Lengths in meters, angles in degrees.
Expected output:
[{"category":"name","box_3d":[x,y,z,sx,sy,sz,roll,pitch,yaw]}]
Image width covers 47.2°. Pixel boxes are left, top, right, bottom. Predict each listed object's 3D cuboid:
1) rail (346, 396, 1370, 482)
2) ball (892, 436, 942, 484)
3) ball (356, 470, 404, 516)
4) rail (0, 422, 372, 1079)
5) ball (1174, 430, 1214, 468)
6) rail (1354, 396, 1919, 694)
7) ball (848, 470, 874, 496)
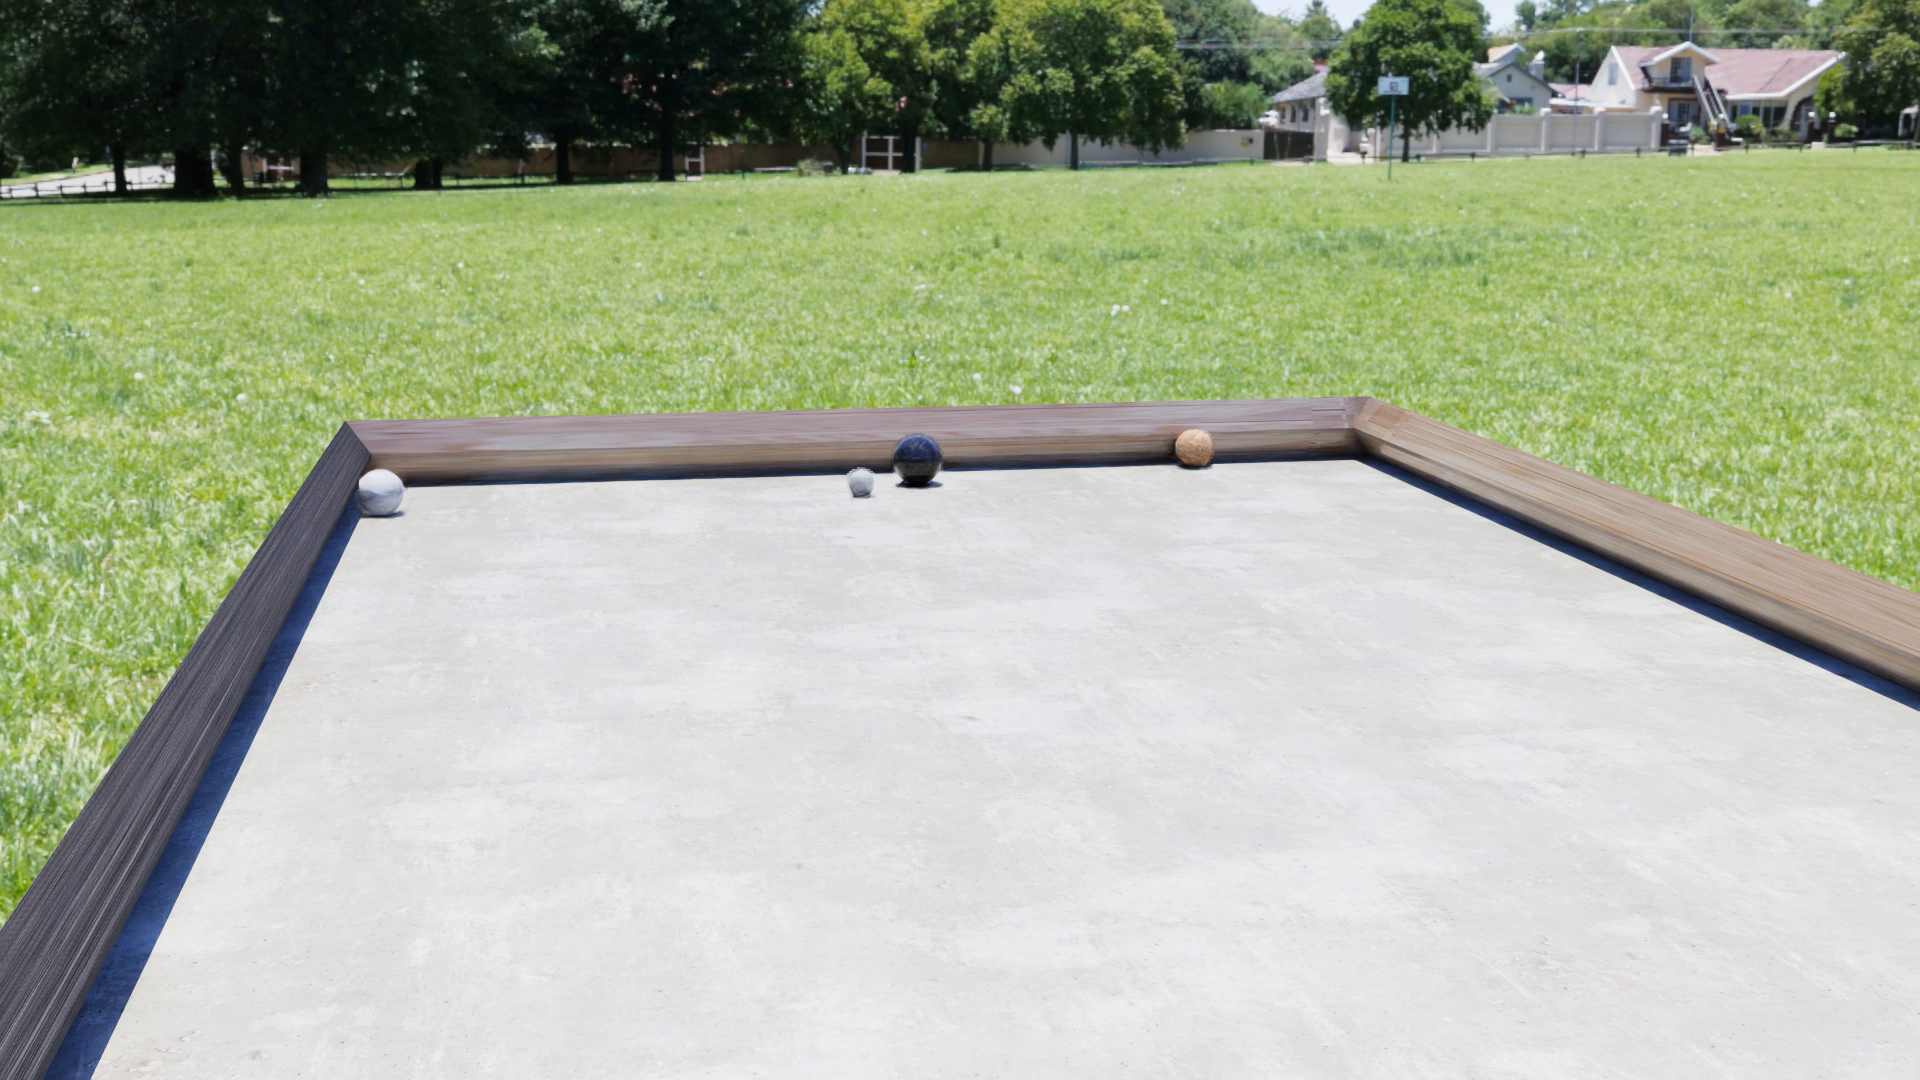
[{"category":"rail","box_3d":[-0.140,-0.174,3.848,1.816,0.108,0.045,-2,11,-10]},{"category":"ball","box_3d":[-0.072,-0.135,3.719,0.083,0.083,0.083,0,11,0]},{"category":"ball","box_3d":[-0.907,-0.075,3.442,0.073,0.073,0.073,0,11,0]},{"category":"rail","box_3d":[-0.726,0.164,2.138,0.045,0.108,3.273,-2,11,-10]},{"category":"ball","box_3d":[0.415,-0.162,3.899,0.068,0.068,0.068,0,11,0]},{"category":"rail","box_3d":[1.015,0.104,2.443,0.045,0.108,3.273,-2,11,-10]},{"category":"ball","box_3d":[-0.162,-0.093,3.611,0.043,0.043,0.043,0,11,0]}]
